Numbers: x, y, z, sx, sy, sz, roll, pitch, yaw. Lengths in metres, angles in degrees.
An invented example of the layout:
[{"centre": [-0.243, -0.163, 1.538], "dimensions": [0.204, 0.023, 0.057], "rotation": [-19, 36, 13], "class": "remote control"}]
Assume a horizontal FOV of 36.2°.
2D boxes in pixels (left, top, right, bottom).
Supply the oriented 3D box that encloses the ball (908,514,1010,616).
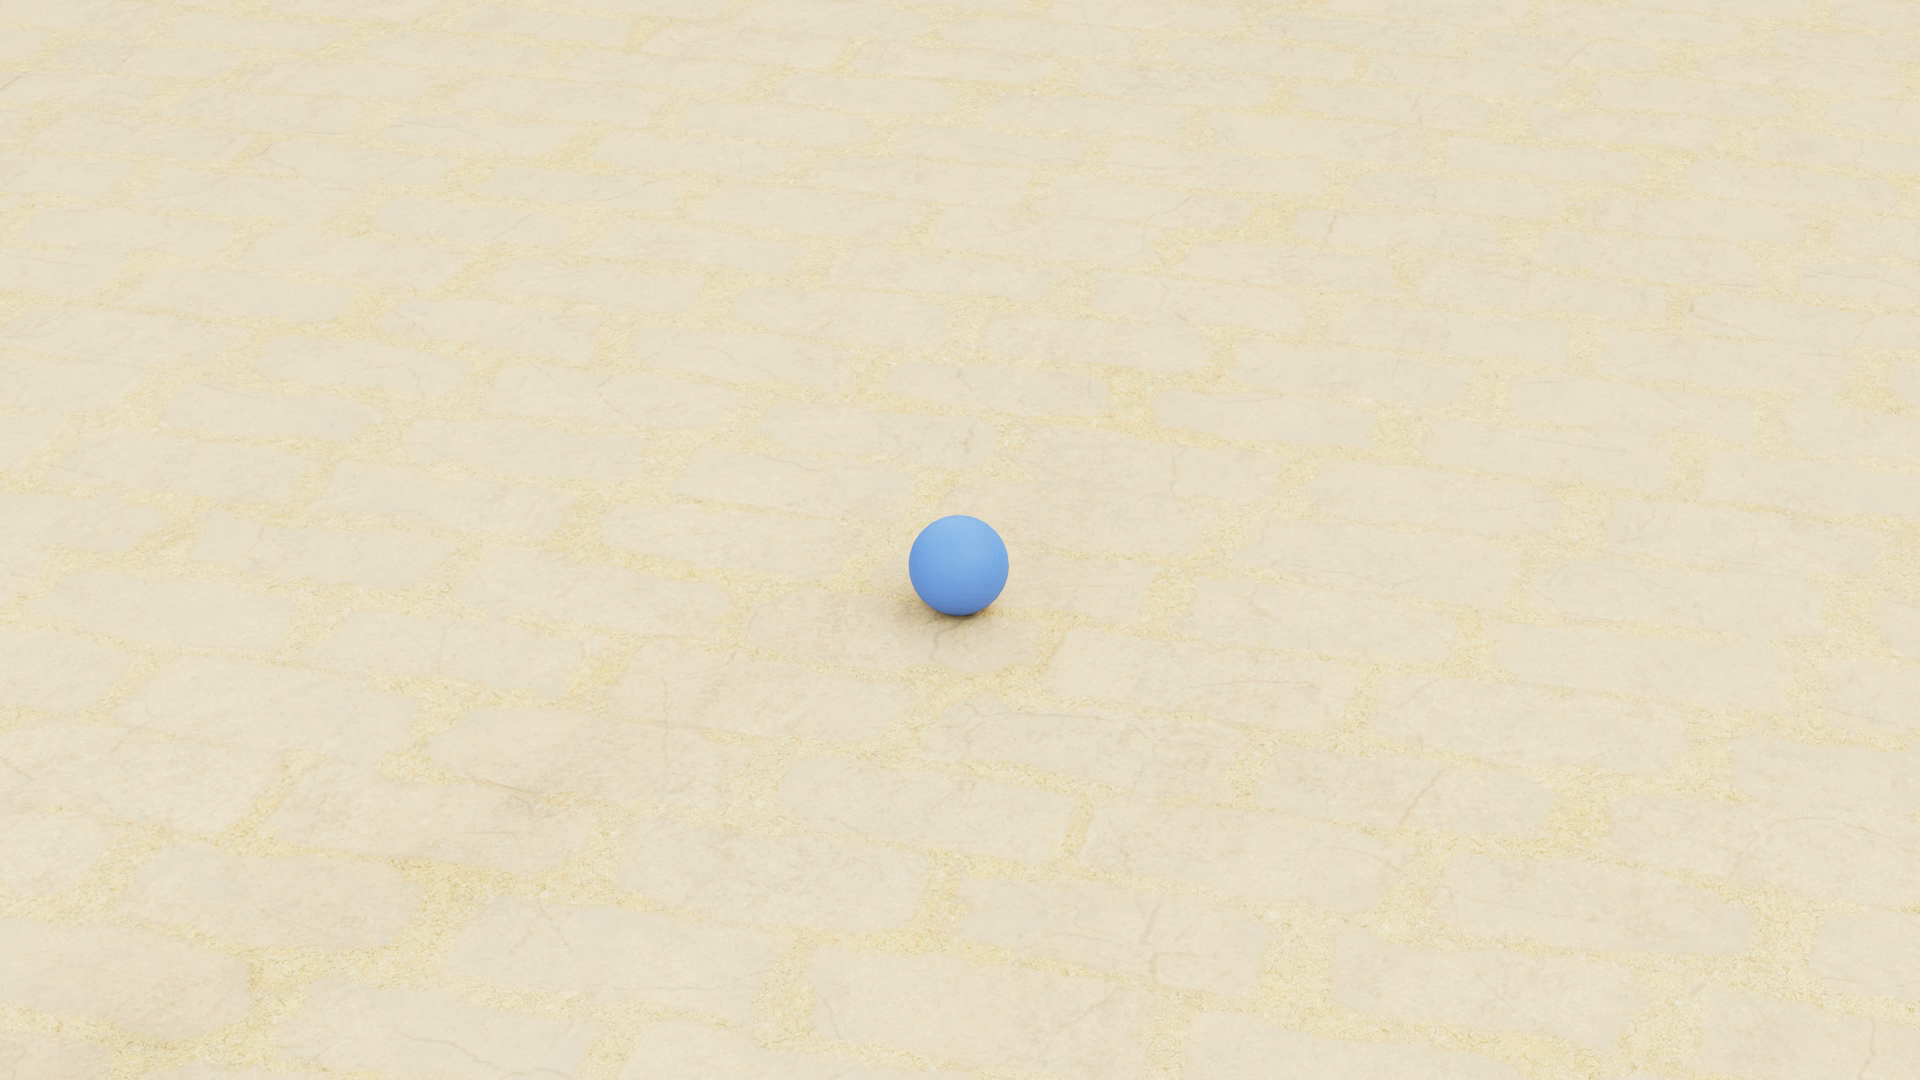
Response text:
[{"centre": [-0.001, 0.013, 1.568], "dimensions": [0.054, 0.054, 0.054], "rotation": [0, 31, 0], "class": "ball"}]
